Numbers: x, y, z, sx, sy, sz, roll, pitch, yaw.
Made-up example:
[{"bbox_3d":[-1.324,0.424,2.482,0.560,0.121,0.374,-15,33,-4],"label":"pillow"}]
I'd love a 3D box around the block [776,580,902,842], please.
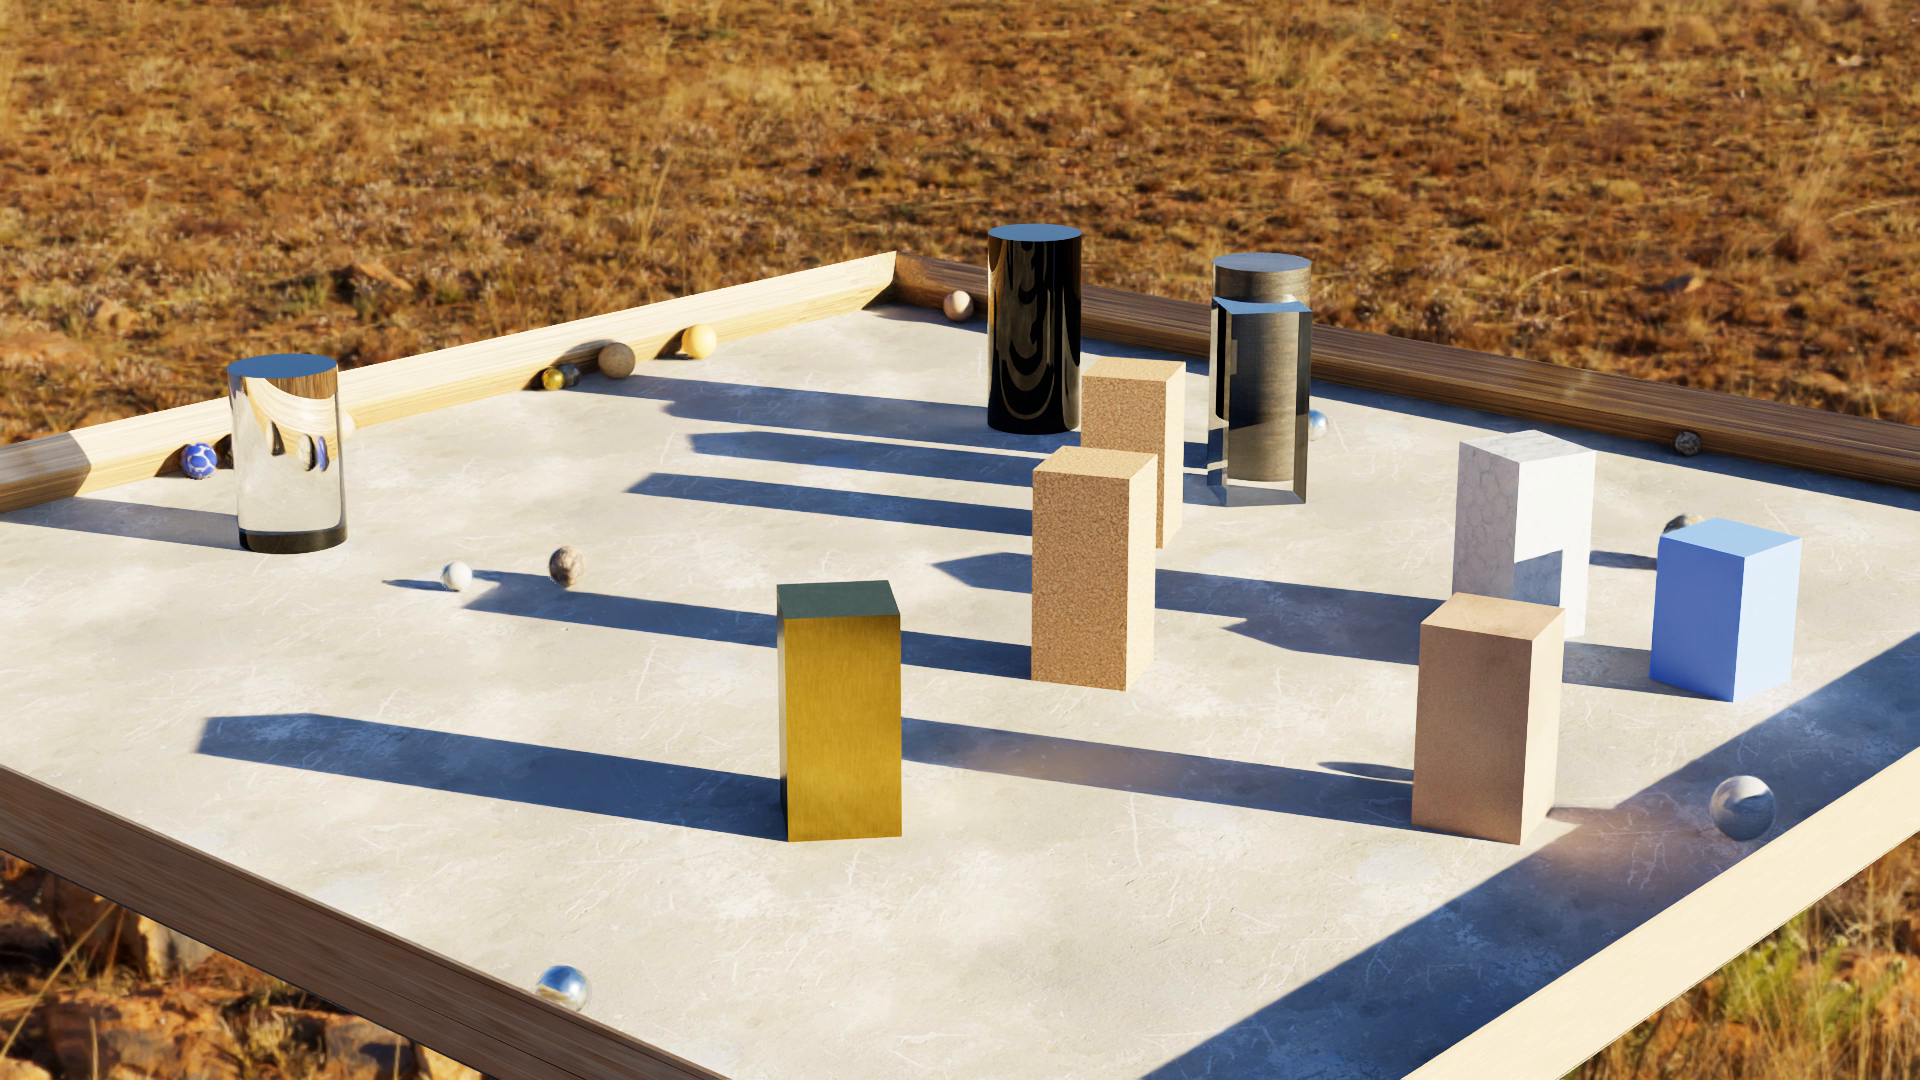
[{"bbox_3d":[-0.170,0.238,4.101,0.158,0.326,0.158,-2,17,-7],"label":"block"}]

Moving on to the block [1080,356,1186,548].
[{"bbox_3d":[0.320,-0.164,5.447,0.158,0.317,0.158,5,17,16],"label":"block"}]

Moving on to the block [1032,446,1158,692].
[{"bbox_3d":[0.215,0.044,4.701,0.158,0.350,0.158,6,18,18],"label":"block"}]

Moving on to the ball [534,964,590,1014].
[{"bbox_3d":[-0.480,0.544,3.534,0.066,0.066,0.066,0,17,0],"label":"ball"}]

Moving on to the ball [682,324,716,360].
[{"bbox_3d":[-0.610,-0.463,6.847,0.082,0.082,0.082,0,17,0],"label":"ball"}]

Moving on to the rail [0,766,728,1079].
[{"bbox_3d":[-1.122,0.405,3.883,3.445,0.129,0.045,14,22,39],"label":"rail"}]

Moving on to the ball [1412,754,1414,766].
[{"bbox_3d":[0.690,0.321,4.287,0.057,0.057,0.057,0,17,0],"label":"ball"}]

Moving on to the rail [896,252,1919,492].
[{"bbox_3d":[1.122,-0.340,6.357,3.445,0.129,0.045,14,22,39],"label":"rail"}]

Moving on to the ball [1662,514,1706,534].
[{"bbox_3d":[1.312,0.002,5.276,0.099,0.099,0.099,0,17,0],"label":"ball"}]

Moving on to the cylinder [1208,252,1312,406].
[{"bbox_3d":[0.604,-0.359,5.931,0.198,0.413,0.198,0,17,0],"label":"cylinder"}]

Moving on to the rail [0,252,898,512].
[{"bbox_3d":[-1.283,-0.289,6.186,0.045,0.129,3.469,14,22,39],"label":"rail"}]

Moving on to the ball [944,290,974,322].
[{"bbox_3d":[-0.003,-0.576,7.231,0.077,0.077,0.077,0,17,0],"label":"ball"}]

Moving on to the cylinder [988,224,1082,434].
[{"bbox_3d":[0.158,-0.449,6.224,0.198,0.414,0.198,0,17,0],"label":"cylinder"}]

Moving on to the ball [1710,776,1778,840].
[{"bbox_3d":[1.086,0.371,4.065,0.090,0.090,0.090,0,17,0],"label":"ball"}]

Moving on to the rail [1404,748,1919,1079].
[{"bbox_3d":[1.283,0.354,4.053,0.045,0.129,3.469,14,22,39],"label":"rail"}]

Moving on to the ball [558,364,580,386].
[{"bbox_3d":[-0.882,-0.371,6.598,0.051,0.051,0.051,0,17,0],"label":"ball"}]

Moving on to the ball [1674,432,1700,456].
[{"bbox_3d":[1.494,-0.198,6.024,0.050,0.050,0.050,0,17,0],"label":"ball"}]

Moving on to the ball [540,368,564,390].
[{"bbox_3d":[-0.912,-0.359,6.559,0.050,0.050,0.050,0,17,0],"label":"ball"}]

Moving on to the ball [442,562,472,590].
[{"bbox_3d":[-0.884,0.063,5.155,0.051,0.051,0.051,0,17,0],"label":"ball"}]

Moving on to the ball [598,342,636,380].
[{"bbox_3d":[-0.778,-0.407,6.656,0.085,0.085,0.085,0,17,0],"label":"ball"}]

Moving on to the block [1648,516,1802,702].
[{"bbox_3d":[1.220,0.109,4.676,0.158,0.239,0.158,-15,22,-40],"label":"block"}]

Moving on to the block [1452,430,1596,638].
[{"bbox_3d":[0.941,-0.003,4.911,0.158,0.319,0.158,-9,19,-27],"label":"block"}]

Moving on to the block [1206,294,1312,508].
[{"bbox_3d":[0.580,-0.271,5.693,0.158,0.381,0.158,-3,17,-9],"label":"block"}]

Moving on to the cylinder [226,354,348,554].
[{"bbox_3d":[-1.240,-0.160,5.411,0.198,0.331,0.198,0,17,0],"label":"cylinder"}]

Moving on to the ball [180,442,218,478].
[{"bbox_3d":[-1.522,-0.160,5.858,0.073,0.073,0.073,0,17,0],"label":"ball"}]

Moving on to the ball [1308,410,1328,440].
[{"bbox_3d":[0.738,-0.240,6.136,0.066,0.066,0.066,0,17,0],"label":"ball"}]

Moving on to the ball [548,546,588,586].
[{"bbox_3d":[-0.692,0.046,5.179,0.071,0.071,0.071,0,17,0],"label":"ball"}]

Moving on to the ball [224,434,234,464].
[{"bbox_3d":[-1.449,-0.184,5.934,0.076,0.076,0.076,0,17,0],"label":"ball"}]

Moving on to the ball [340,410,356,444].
[{"bbox_3d":[-1.297,-0.235,6.103,0.075,0.075,0.075,0,17,0],"label":"ball"}]

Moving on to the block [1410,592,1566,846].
[{"bbox_3d":[0.741,0.248,4.111,0.158,0.299,0.158,8,19,26],"label":"block"}]
